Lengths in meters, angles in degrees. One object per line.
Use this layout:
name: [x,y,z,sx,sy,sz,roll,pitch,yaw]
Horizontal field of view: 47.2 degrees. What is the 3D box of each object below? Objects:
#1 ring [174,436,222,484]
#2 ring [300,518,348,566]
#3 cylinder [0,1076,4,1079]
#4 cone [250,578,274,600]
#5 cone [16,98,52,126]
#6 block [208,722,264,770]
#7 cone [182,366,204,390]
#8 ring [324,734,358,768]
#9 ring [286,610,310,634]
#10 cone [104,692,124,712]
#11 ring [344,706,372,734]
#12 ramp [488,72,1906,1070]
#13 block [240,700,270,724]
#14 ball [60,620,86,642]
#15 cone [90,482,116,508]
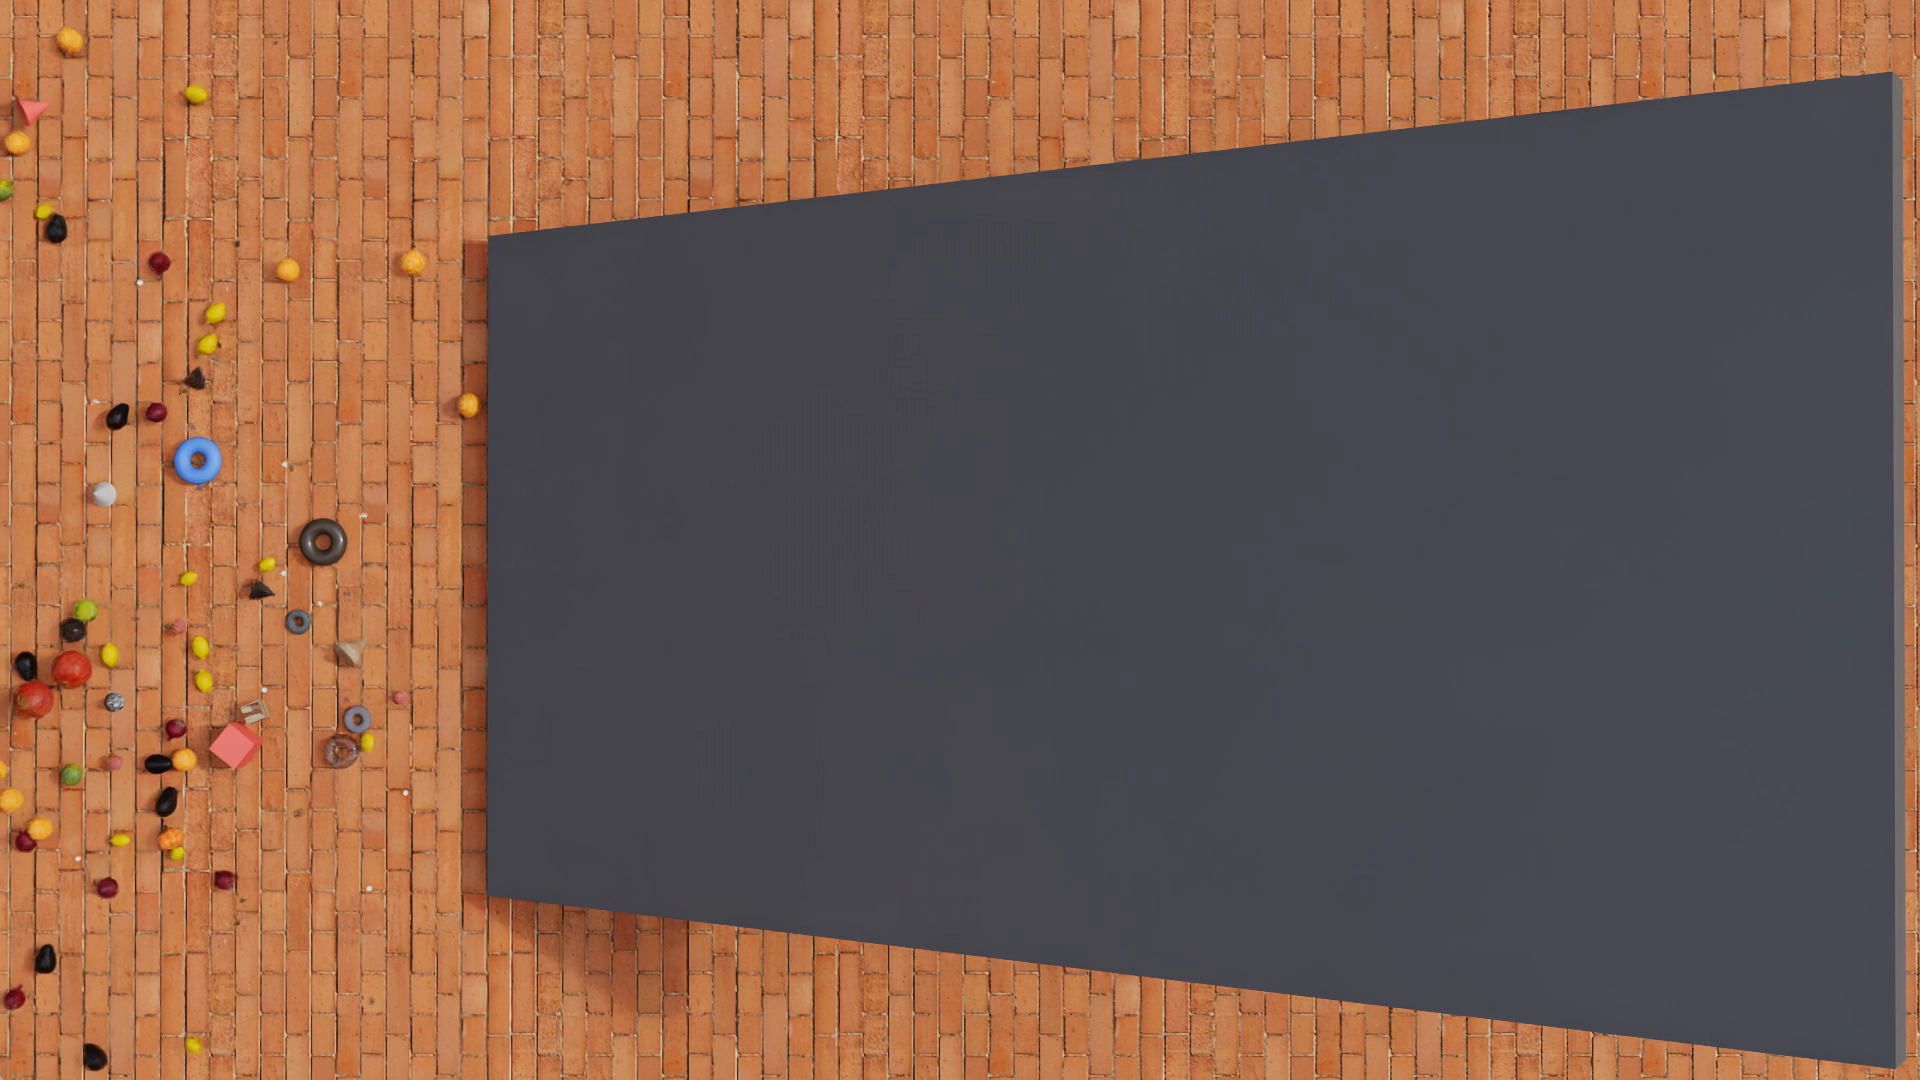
ring: [-2.330,-0.243,6.725,0.145,0.048,0.145,0,88,0]
ring: [-1.947,0.006,6.722,0.148,0.049,0.148,0,90,1]
cylinder: [-2.940,1.683,6.688,0.090,0.090,0.090,-38,90,0]
cone: [-2.127,0.158,6.730,0.071,0.071,0.071,17,90,-26]
cone: [-2.828,-1.325,6.737,0.091,0.091,0.091,-27,90,-27]
block: [-2.200,0.624,6.692,0.098,0.098,0.098,39,90,0]
cone: [-2.339,-0.508,6.736,0.066,0.066,0.066,6,63,0]
ring: [-1.892,0.646,6.724,0.108,0.036,0.108,0,91,1]
ring: [-2.026,0.251,6.732,0.077,0.026,0.077,0,91,0]
cone: [-2.593,0.497,6.712,0.061,0.061,0.061,0,90,0]
ring: [-1.844,0.549,6.728,0.086,0.029,0.086,0,89,1]
ramp: [0.249,0.069,5.577,4.000,0.100,2.000,0,89,34]
block: [-2.151,0.525,6.714,0.057,0.057,0.057,-22,90,0]
ball: [-2.705,0.277,6.709,0.070,0.070,0.070,0,90,0]
cone: [-2.628,-0.140,6.709,0.078,0.078,0.078,0,90,0]
